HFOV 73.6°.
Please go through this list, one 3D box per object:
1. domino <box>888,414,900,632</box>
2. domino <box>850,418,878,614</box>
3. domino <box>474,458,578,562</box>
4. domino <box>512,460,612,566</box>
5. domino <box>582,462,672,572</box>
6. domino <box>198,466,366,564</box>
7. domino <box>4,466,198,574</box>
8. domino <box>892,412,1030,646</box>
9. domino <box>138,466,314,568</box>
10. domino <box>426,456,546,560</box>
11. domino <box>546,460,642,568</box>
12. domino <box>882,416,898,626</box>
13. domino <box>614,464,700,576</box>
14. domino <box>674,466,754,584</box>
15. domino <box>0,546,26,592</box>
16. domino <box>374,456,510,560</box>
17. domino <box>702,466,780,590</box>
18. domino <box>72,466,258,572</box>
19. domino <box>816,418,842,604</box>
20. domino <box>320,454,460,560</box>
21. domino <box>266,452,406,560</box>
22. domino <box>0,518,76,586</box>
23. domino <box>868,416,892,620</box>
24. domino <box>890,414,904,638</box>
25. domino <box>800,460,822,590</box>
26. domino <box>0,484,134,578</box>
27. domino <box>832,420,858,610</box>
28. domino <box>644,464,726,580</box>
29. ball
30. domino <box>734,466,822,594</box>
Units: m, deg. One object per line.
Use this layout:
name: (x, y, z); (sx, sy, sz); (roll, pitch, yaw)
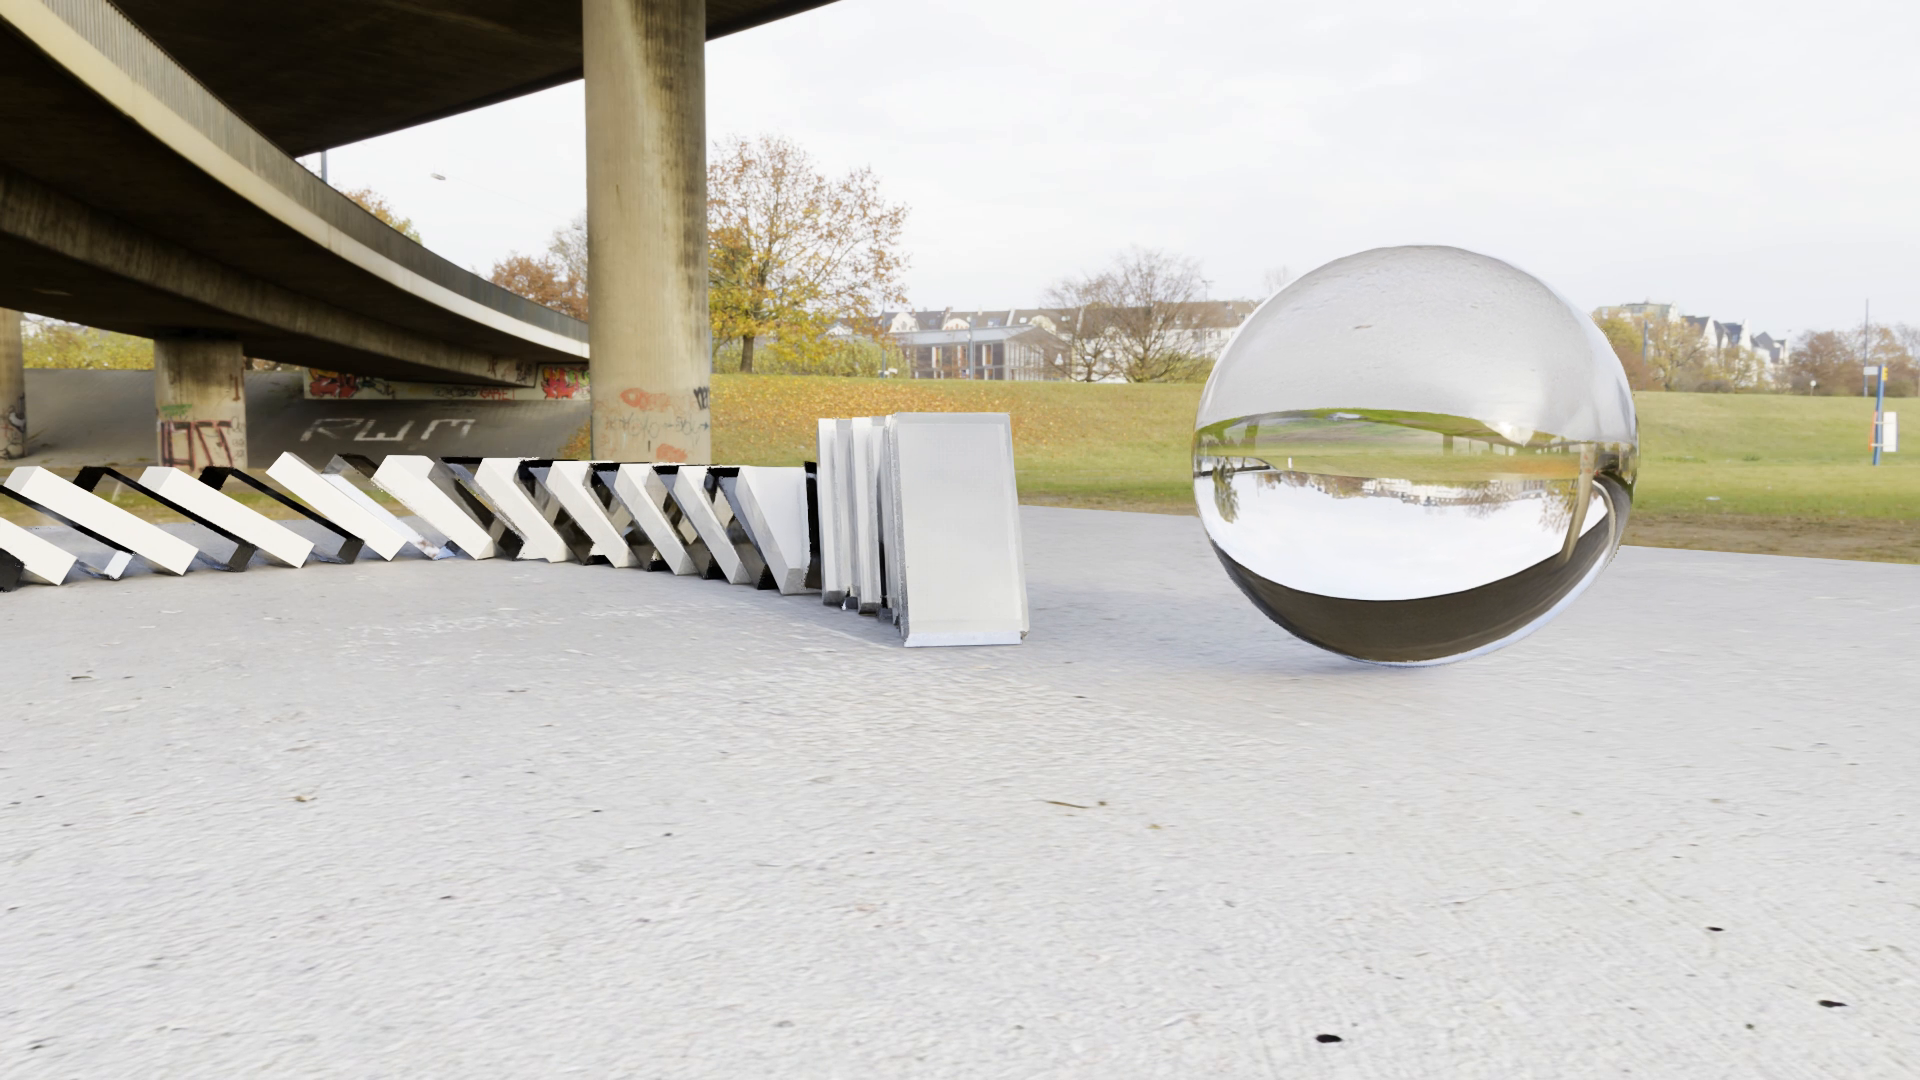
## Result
domino: (-0.003, -0.004, 0.297); (0.025, 0.050, 0.009); (-1, -20, -10)
domino: (-0.014, -0.007, 0.327); (0.025, 0.050, 0.010); (-1, -21, -10)
domino: (-0.154, -0.012, 0.476); (0.050, 0.009, 0.025); (42, 22, 22)
domino: (-0.138, -0.011, 0.468); (0.050, 0.010, 0.025); (43, 27, 26)
domino: (-0.108, -0.009, 0.447); (0.025, 0.010, 0.050); (-4, 40, -45)
domino: (-0.236, -0.008, 0.446); (0.025, 0.009, 0.050); (4, -27, 41)
domino: (-0.271, -0.006, 0.404); (0.025, 0.009, 0.050); (2, -29, 41)
domino: (0.000, -0.003, 0.276); (0.025, 0.050, 0.009); (-1, -20, -10)
domino: (-0.247, -0.007, 0.432); (0.025, 0.009, 0.050); (4, -27, 41)
domino: (-0.172, -0.012, 0.481); (0.050, 0.010, 0.025); (39, 16, 15)
domino: (-0.123, -0.010, 0.458); (0.050, 0.009, 0.025); (43, 28, 28)
domino: (-0.004, -0.005, 0.307); (0.025, 0.050, 0.009); (-1, -20, -10)
domino: (-0.095, -0.008, 0.435); (0.025, 0.010, 0.050); (-4, 39, -42)
domino: (-0.070, -0.006, 0.408); (0.025, 0.010, 0.050); (-3, 38, -36)
domino: (-0.288, -0.002, 0.352); (0.025, 0.009, 0.050); (1, -31, 10)
domino: (-0.191, -0.013, 0.481); (0.050, 0.009, 0.025); (38, 8, 5)
domino: (-0.059, -0.005, 0.394); (0.025, 0.009, 0.050); (-3, 38, -33)
domino: (-0.260, -0.006, 0.419); (0.025, 0.009, 0.050); (4, -28, 41)
domino: (-0.025, -0.008, 0.347); (0.025, 0.050, 0.009); (0, -23, -12)
domino: (-0.209, -0.013, 0.477); (0.050, 0.009, 0.025); (38, 0, -5)
domino: (-0.225, -0.012, 0.467); (0.050, 0.010, 0.025); (41, -12, -19)
domino: (-0.289, -0.003, 0.373); (0.025, 0.009, 0.050); (2, -29, 29)
domino: (-0.009, -0.006, 0.317); (0.025, 0.050, 0.009); (-1, -20, -10)
domino: (-0.002, -0.004, 0.286); (0.025, 0.050, 0.009); (-1, -20, -10)
domino: (-0.032, -0.004, 0.369); (0.025, 0.009, 0.050); (7, 34, -14)
domino: (-0.283, -0.005, 0.391); (0.025, 0.009, 0.050); (1, -29, 40)
domino: (-0.019, -0.007, 0.337); (0.025, 0.050, 0.009); (-1, -22, -11)
domino: (-0.082, -0.007, 0.422); (0.025, 0.009, 0.050); (-3, 39, -39)
ball: (0.085, -0.016, 0.244); (0.080, 0.080, 0.080); (0, 4, 0)
domino: (-0.047, -0.004, 0.380); (0.025, 0.010, 0.050); (-1, 37, -28)
